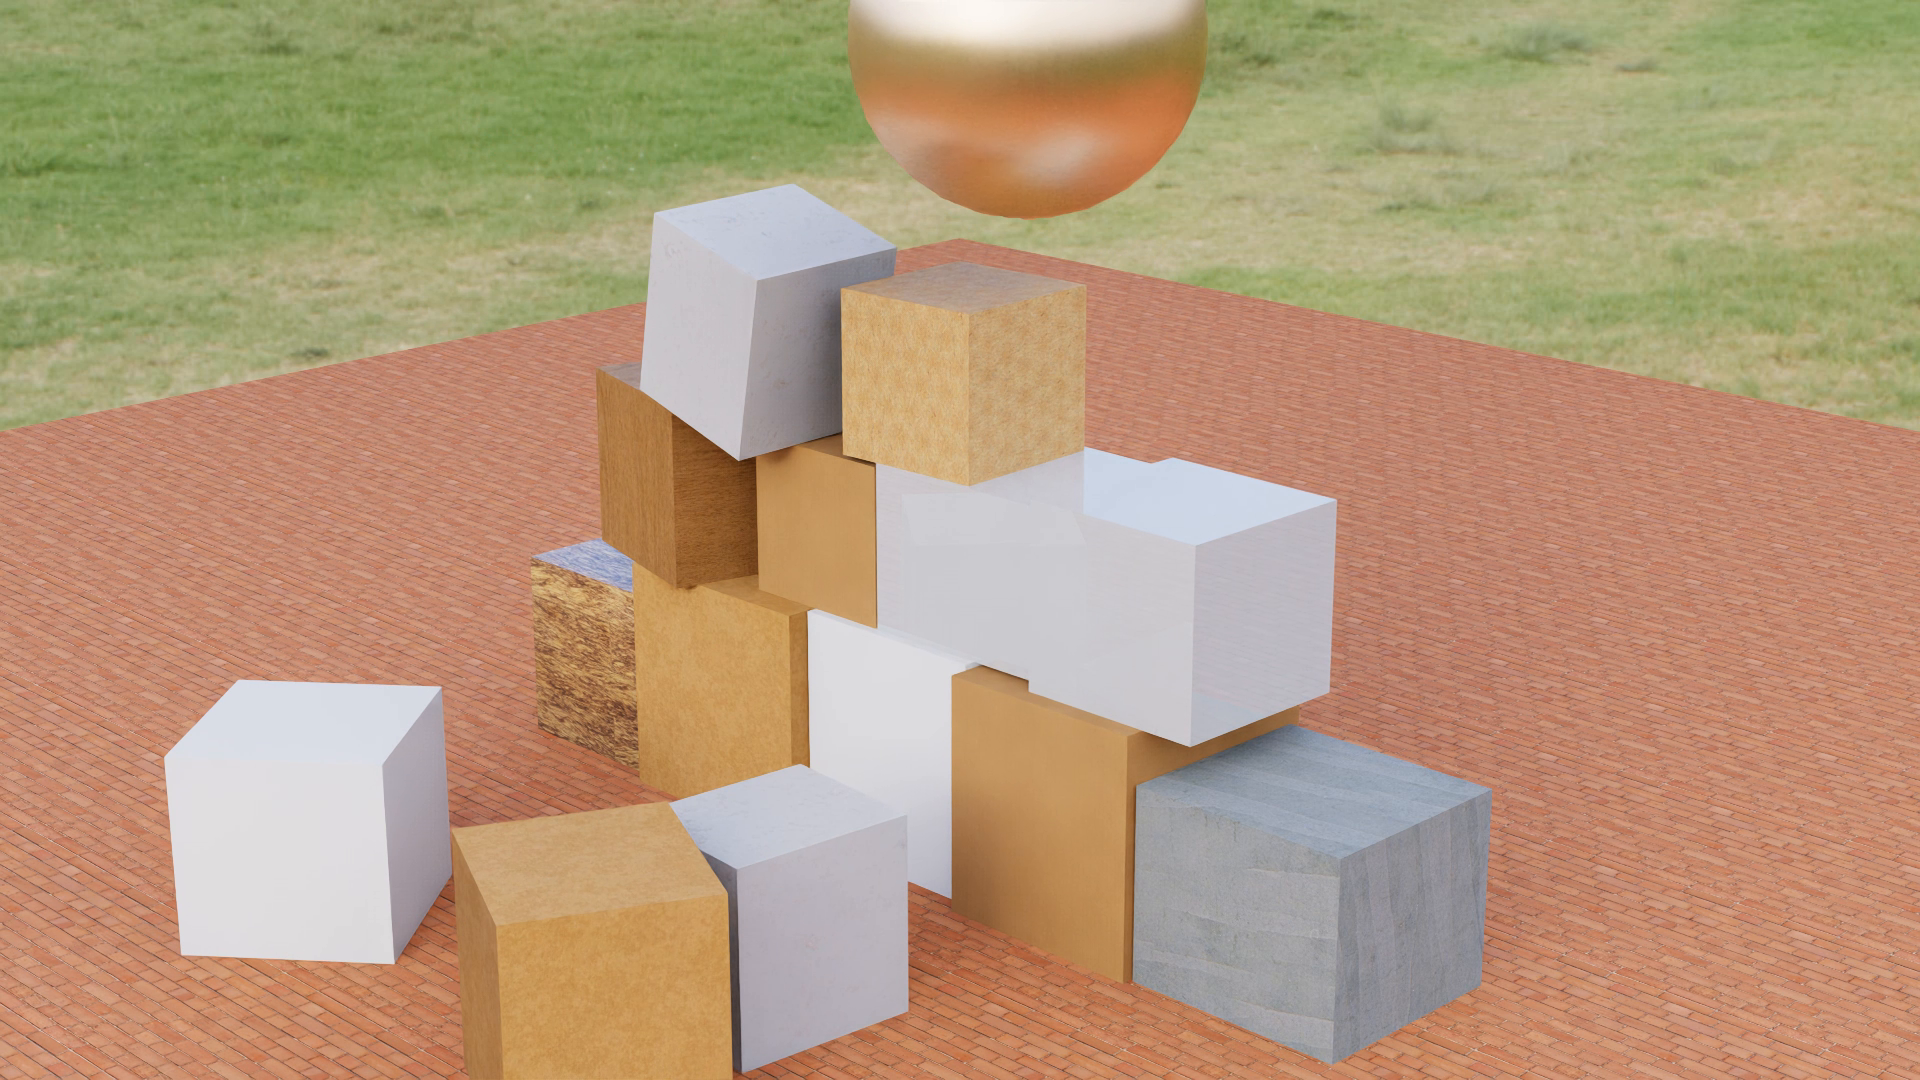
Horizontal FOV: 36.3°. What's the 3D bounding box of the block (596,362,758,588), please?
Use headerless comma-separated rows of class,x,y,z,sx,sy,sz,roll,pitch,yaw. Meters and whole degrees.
block,-1.134,-0.379,14.270,0.971,0.882,0.875,-10,20,-29

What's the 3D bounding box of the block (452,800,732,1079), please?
block,-1.415,1.697,11.247,0.860,1.017,0.937,-6,18,-18

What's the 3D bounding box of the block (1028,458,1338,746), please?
block,0.937,0.240,12.416,0.905,0.859,0.913,-17,24,-42

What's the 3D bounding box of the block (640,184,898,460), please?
block,-0.887,-1.011,13.441,0.795,0.899,0.770,-18,39,-38

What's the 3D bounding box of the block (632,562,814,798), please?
block,-0.770,0.648,14.378,1.174,1.142,1.138,-17,24,-42

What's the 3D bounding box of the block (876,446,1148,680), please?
block,0.279,0.045,13.083,0.846,0.784,0.998,-17,24,-42

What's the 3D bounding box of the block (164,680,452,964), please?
block,-2.845,1.225,12.919,0.940,0.916,0.949,2,18,5

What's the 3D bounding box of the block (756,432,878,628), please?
block,-0.377,-0.131,13.684,0.809,0.759,0.800,-17,24,-42

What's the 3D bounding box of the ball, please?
ball,0.298,-2.222,12.955,1.600,1.600,1.600,0,17,0

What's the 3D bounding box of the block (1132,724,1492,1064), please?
block,1.464,1.448,12.251,1.011,0.892,1.065,-17,24,-42

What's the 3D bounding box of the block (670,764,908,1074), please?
block,-0.769,1.530,12.006,0.849,0.881,0.717,-14,22,-38

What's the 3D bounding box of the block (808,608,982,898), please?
block,0.003,0.879,13.643,0.969,1.143,1.024,-17,24,-42

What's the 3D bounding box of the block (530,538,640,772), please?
block,-1.515,0.526,15.102,0.983,0.940,0.925,-17,24,-42

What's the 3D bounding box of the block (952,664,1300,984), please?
block,0.726,1.112,12.943,1.131,1.119,1.029,-17,24,-42

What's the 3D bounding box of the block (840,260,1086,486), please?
block,0.018,-0.757,13.059,0.759,0.761,0.776,15,23,40
